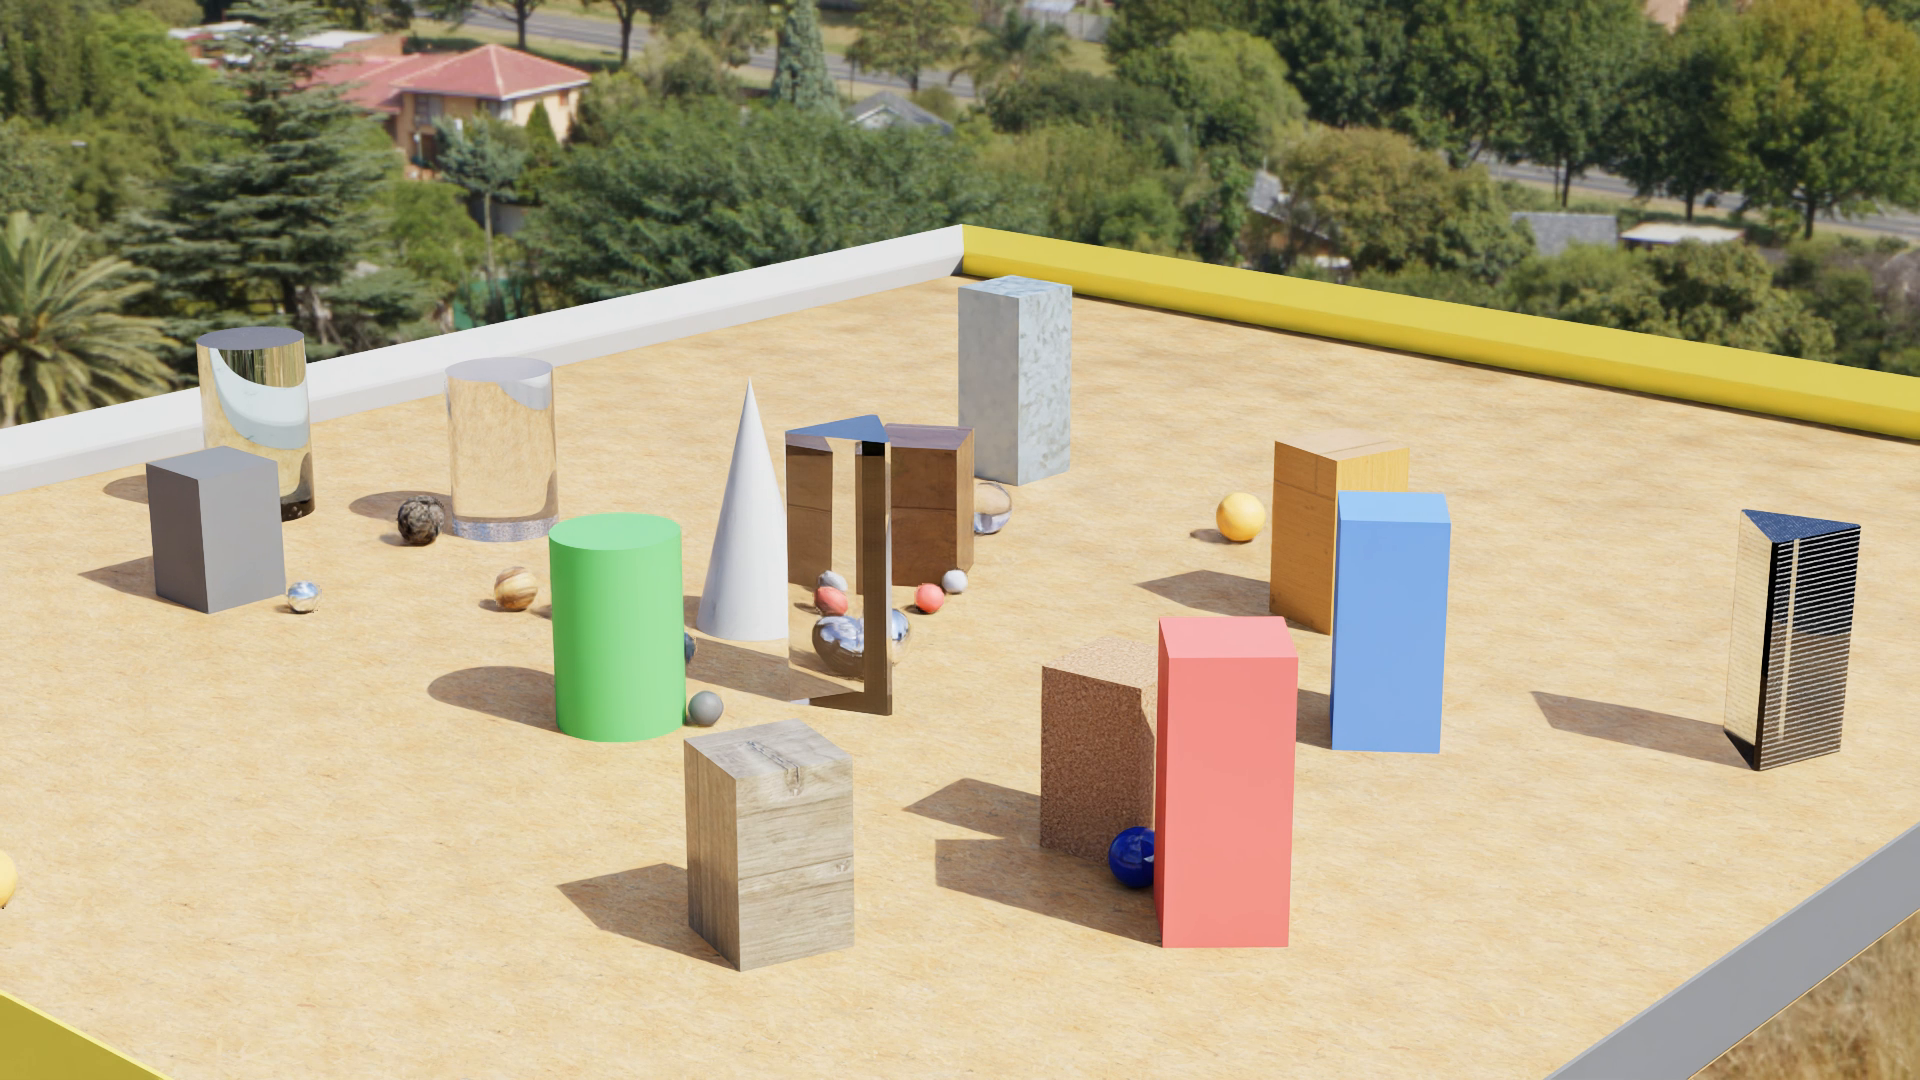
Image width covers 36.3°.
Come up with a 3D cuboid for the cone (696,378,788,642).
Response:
[{"bbox_3d":[-0.349,-0.066,4.928,0.200,0.430,0.200,0,17,0],"label":"cone"}]

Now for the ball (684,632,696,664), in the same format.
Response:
[{"bbox_3d":[-0.460,0.176,4.775,0.057,0.057,0.057,0,17,0],"label":"ball"}]

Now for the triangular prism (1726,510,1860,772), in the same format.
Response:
[{"bbox_3d":[1.210,0.141,4.376,0.173,0.353,0.150,-10,19,-29],"label":"triangular prism"}]

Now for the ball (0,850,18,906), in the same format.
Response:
[{"bbox_3d":[-1.278,0.443,3.837,0.086,0.086,0.086,0,17,0],"label":"ball"}]

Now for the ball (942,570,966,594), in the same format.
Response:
[{"bbox_3d":[-0.010,0.073,5.140,0.043,0.043,0.043,0,17,0],"label":"ball"}]

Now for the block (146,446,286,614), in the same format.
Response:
[{"bbox_3d":[-1.295,-0.020,5.105,0.160,0.240,0.160,15,22,40],"label":"block"}]

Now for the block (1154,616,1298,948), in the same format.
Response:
[{"bbox_3d":[0.337,0.309,3.753,0.160,0.391,0.160,0,17,-1],"label":"block"}]

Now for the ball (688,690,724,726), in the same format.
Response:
[{"bbox_3d":[-0.391,0.258,4.507,0.054,0.054,0.054,0,17,0],"label":"ball"}]

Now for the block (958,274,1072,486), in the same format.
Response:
[{"bbox_3d":[0.109,-0.320,5.862,0.160,0.380,0.160,15,22,40],"label":"block"}]

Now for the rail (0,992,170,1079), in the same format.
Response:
[{"bbox_3d":[-1.376,0.490,3.602,3.672,0.130,0.045,14,22,39],"label":"rail"}]

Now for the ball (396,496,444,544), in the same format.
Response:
[{"bbox_3d":[-0.998,-0.037,5.427,0.088,0.088,0.088,0,17,0],"label":"ball"}]

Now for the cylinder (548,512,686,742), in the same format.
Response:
[{"bbox_3d":[-0.523,0.132,4.489,0.200,0.305,0.200,0,17,0],"label":"cylinder"}]

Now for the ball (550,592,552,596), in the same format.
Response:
[{"bbox_3d":[-0.656,0.091,5.007,0.085,0.085,0.085,0,17,0],"label":"ball"}]

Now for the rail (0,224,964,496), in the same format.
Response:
[{"bbox_3d":[-1.369,-0.310,6.257,0.045,0.130,4.247,14,22,39],"label":"rail"}]

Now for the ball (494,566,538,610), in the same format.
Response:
[{"bbox_3d":[-0.765,0.083,5.052,0.075,0.075,0.075,0,17,0],"label":"ball"}]

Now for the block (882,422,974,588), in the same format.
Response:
[{"bbox_3d":[-0.069,-0.062,5.219,0.160,0.255,0.160,3,17,11],"label":"block"}]

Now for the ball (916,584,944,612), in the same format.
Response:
[{"bbox_3d":[-0.051,0.100,5.039,0.049,0.049,0.049,0,17,0],"label":"ball"}]

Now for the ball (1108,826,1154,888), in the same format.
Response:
[{"bbox_3d":[0.239,0.423,3.909,0.082,0.082,0.082,0,17,0],"label":"ball"}]

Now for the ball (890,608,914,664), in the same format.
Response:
[{"bbox_3d":[-0.124,0.156,4.770,0.096,0.096,0.096,0,17,0],"label":"ball"}]

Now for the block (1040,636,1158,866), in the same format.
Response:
[{"bbox_3d":[0.222,0.292,4.029,0.160,0.265,0.160,12,20,34],"label":"block"}]

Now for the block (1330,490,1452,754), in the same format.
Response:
[{"bbox_3d":[0.647,0.123,4.424,0.160,0.360,0.160,2,17,5],"label":"block"}]

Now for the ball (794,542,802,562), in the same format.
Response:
[{"bbox_3d":[-0.312,0.027,5.274,0.054,0.054,0.054,0,17,0],"label":"ball"}]

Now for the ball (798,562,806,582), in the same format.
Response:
[{"bbox_3d":[-0.304,0.065,5.125,0.067,0.067,0.067,0,17,0],"label":"ball"}]

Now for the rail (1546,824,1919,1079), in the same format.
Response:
[{"bbox_3d":[1.369,0.375,3.982,0.045,0.130,4.247,14,22,39],"label":"rail"}]

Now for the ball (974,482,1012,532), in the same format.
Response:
[{"bbox_3d":[0.051,-0.061,5.495,0.094,0.094,0.094,0,17,0],"label":"ball"}]

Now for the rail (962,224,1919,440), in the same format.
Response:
[{"bbox_3d":[1.376,-0.425,6.638,3.672,0.130,0.045,14,22,39],"label":"rail"}]

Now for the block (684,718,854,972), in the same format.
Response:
[{"bbox_3d":[-0.243,0.385,3.730,0.160,0.258,0.160,-9,19,-27],"label":"block"}]

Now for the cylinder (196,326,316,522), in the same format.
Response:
[{"bbox_3d":[-1.343,-0.220,5.598,0.200,0.339,0.200,0,17,0],"label":"cylinder"}]

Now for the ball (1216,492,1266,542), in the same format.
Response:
[{"bbox_3d":[0.520,-0.043,5.439,0.092,0.092,0.092,0,17,0],"label":"ball"}]

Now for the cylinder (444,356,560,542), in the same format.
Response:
[{"bbox_3d":[-0.856,-0.171,5.493,0.200,0.306,0.200,0,17,0],"label":"cylinder"}]

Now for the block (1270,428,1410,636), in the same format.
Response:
[{"bbox_3d":[0.643,-0.016,4.983,0.160,0.304,0.160,-11,20,-32],"label":"block"}]

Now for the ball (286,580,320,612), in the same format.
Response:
[{"bbox_3d":[-1.129,0.097,5.039,0.056,0.056,0.056,0,17,0],"label":"ball"}]

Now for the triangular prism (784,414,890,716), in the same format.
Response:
[{"bbox_3d":[-0.161,0.034,4.585,0.173,0.438,0.150,6,18,20],"label":"triangular prism"}]
